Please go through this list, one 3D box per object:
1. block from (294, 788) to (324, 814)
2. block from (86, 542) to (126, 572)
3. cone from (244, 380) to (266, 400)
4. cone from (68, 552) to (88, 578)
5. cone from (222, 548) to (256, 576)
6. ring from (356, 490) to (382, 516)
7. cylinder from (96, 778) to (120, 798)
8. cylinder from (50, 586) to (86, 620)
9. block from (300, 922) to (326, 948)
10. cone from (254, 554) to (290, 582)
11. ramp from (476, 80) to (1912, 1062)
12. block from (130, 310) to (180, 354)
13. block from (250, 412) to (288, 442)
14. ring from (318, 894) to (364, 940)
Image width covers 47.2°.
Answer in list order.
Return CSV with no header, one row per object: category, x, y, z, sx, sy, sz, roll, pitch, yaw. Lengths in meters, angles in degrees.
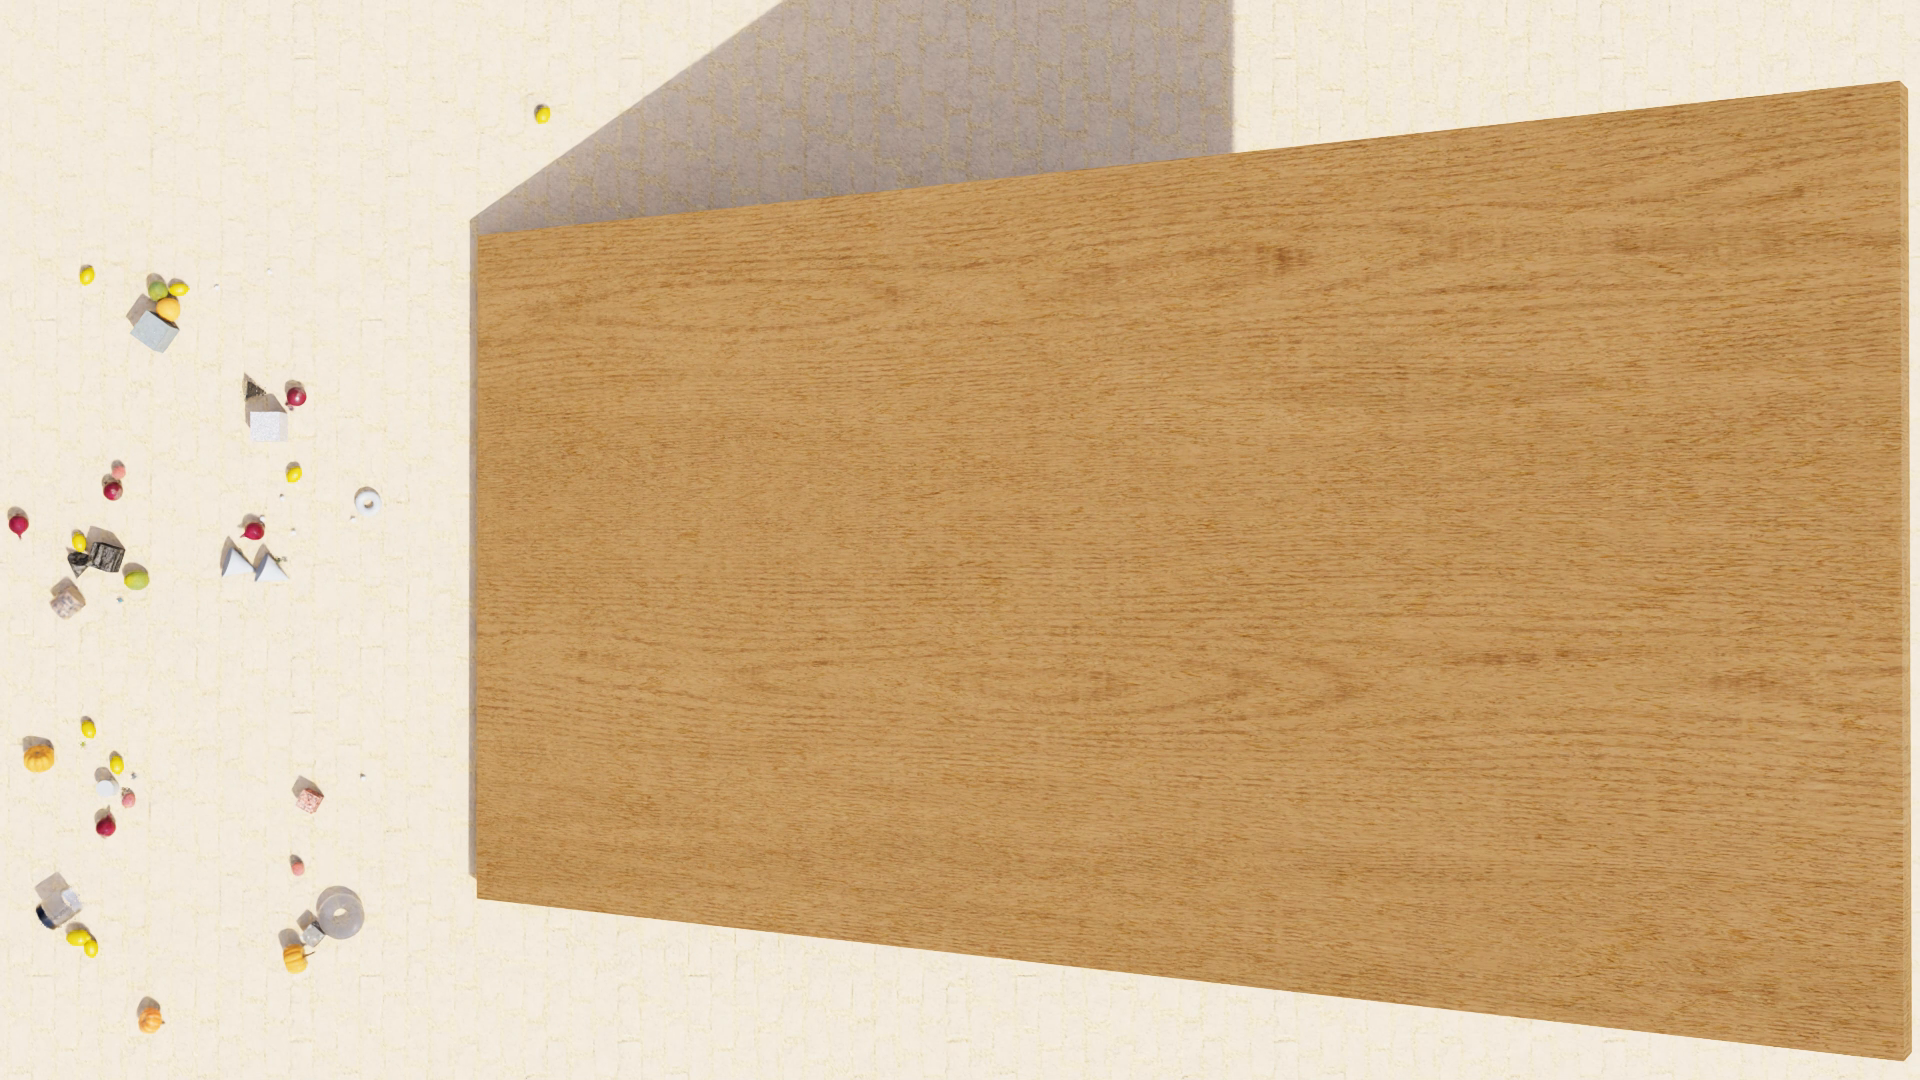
block,-1.975,0.792,6.679,0.055,0.055,0.055,28,90,0
block,-2.593,0.053,6.676,0.074,0.074,0.074,17,90,0
cone,-2.147,-0.456,6.704,0.062,0.062,0.062,4,89,-27
cone,-2.685,0.089,6.696,0.075,0.075,0.075,22,116,0
cone,-2.184,0.081,6.692,0.094,0.094,0.094,19,89,-26
ring,-1.803,-0.111,6.702,0.081,0.027,0.081,0,90,1
cylinder,-2.588,0.754,6.681,0.052,0.052,0.052,0,89,0
cylinder,-2.707,0.193,6.676,0.073,0.073,0.073,-39,90,0
block,-1.961,1.198,6.677,0.053,0.053,0.053,41,90,0
cone,-2.082,0.103,6.692,0.094,0.094,0.094,26,89,-26
ramp,0.259,0.071,5.597,4.000,0.100,2.000,0,89,32
block,-2.443,-0.632,6.675,0.088,0.088,0.088,36,90,0
block,-2.096,-0.343,6.673,0.087,0.087,0.087,0,89,0
ring,-1.879,1.144,6.681,0.141,0.047,0.141,0,88,1
